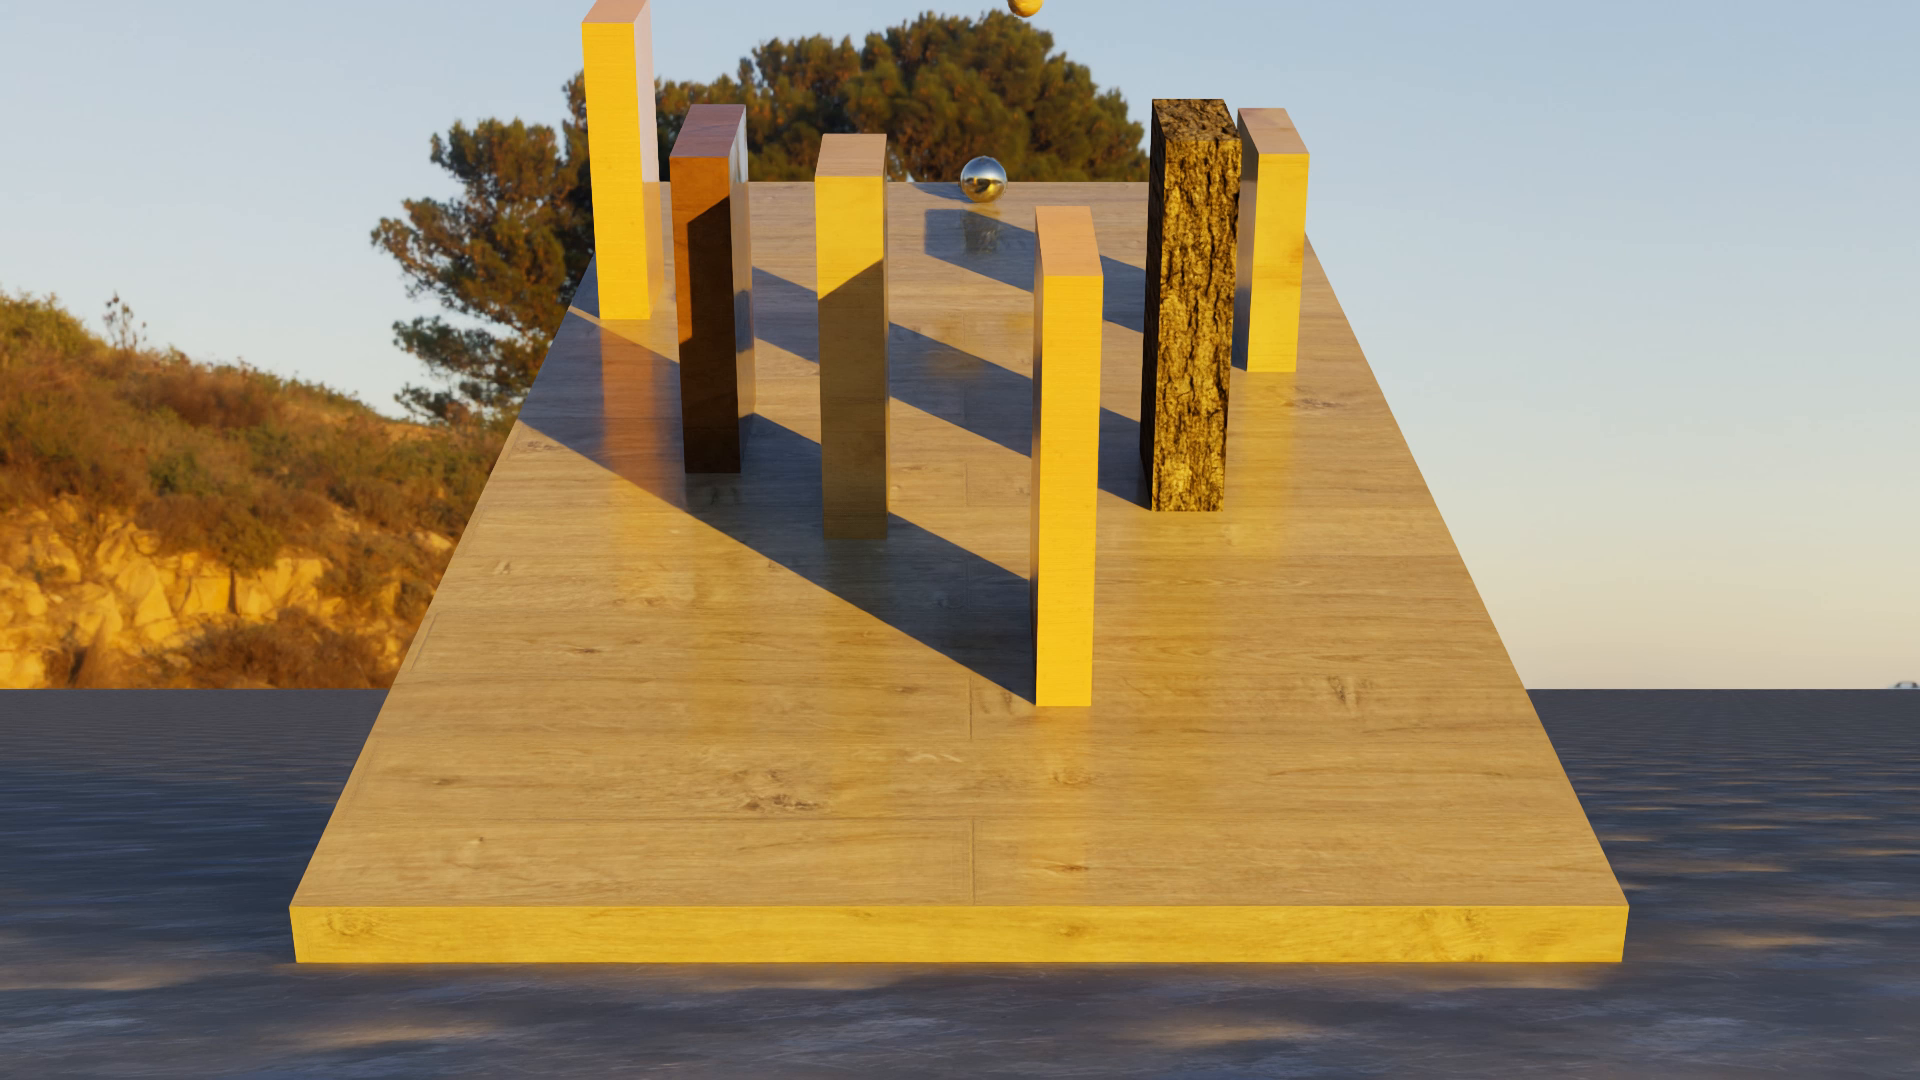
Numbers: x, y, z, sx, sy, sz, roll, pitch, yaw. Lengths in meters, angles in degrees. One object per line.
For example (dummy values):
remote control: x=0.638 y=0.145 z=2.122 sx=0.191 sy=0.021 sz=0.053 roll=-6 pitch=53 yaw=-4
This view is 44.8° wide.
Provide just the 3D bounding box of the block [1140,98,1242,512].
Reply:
block: x=0.471 y=-0.486 z=4.822 sx=0.147 sy=0.781 sz=0.346 roll=0 pitch=24 yaw=0

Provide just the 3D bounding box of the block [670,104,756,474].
block: x=-0.531 y=-0.551 z=5.067 sx=0.119 sy=0.694 sz=0.445 roll=0 pitch=24 yaw=0

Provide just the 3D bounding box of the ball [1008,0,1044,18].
ball: x=0.200 y=-1.657 z=7.123 sx=0.114 sy=0.114 sz=0.114 roll=0 pitch=-4 yaw=0

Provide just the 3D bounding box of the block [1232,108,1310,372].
block: x=0.747 y=-0.738 z=5.685 sx=0.116 sy=0.534 sz=0.441 roll=0 pitch=24 yaw=0

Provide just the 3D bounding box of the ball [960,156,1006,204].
ball: x=0.070 y=-1.066 z=6.893 sx=0.137 sy=0.137 sz=0.137 roll=0 pitch=-4 yaw=0

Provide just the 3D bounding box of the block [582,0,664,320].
block: x=-0.854 y=-0.975 z=5.937 sx=0.126 sy=0.752 sz=0.337 roll=0 pitch=24 yaw=0

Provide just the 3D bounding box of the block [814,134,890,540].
block: x=-0.211 y=-0.409 z=4.686 sx=0.127 sy=0.748 sz=0.322 roll=0 pitch=24 yaw=0

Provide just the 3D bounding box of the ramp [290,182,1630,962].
ramp: x=-0.008 y=-0.229 z=5.321 sx=2.000 sy=0.100 sz=4.000 roll=0 pitch=24 yaw=0

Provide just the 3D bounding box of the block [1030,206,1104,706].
block: x=0.180 y=-0.149 z=4.073 sx=0.095 sy=0.780 sz=0.401 roll=0 pitch=24 yaw=0
